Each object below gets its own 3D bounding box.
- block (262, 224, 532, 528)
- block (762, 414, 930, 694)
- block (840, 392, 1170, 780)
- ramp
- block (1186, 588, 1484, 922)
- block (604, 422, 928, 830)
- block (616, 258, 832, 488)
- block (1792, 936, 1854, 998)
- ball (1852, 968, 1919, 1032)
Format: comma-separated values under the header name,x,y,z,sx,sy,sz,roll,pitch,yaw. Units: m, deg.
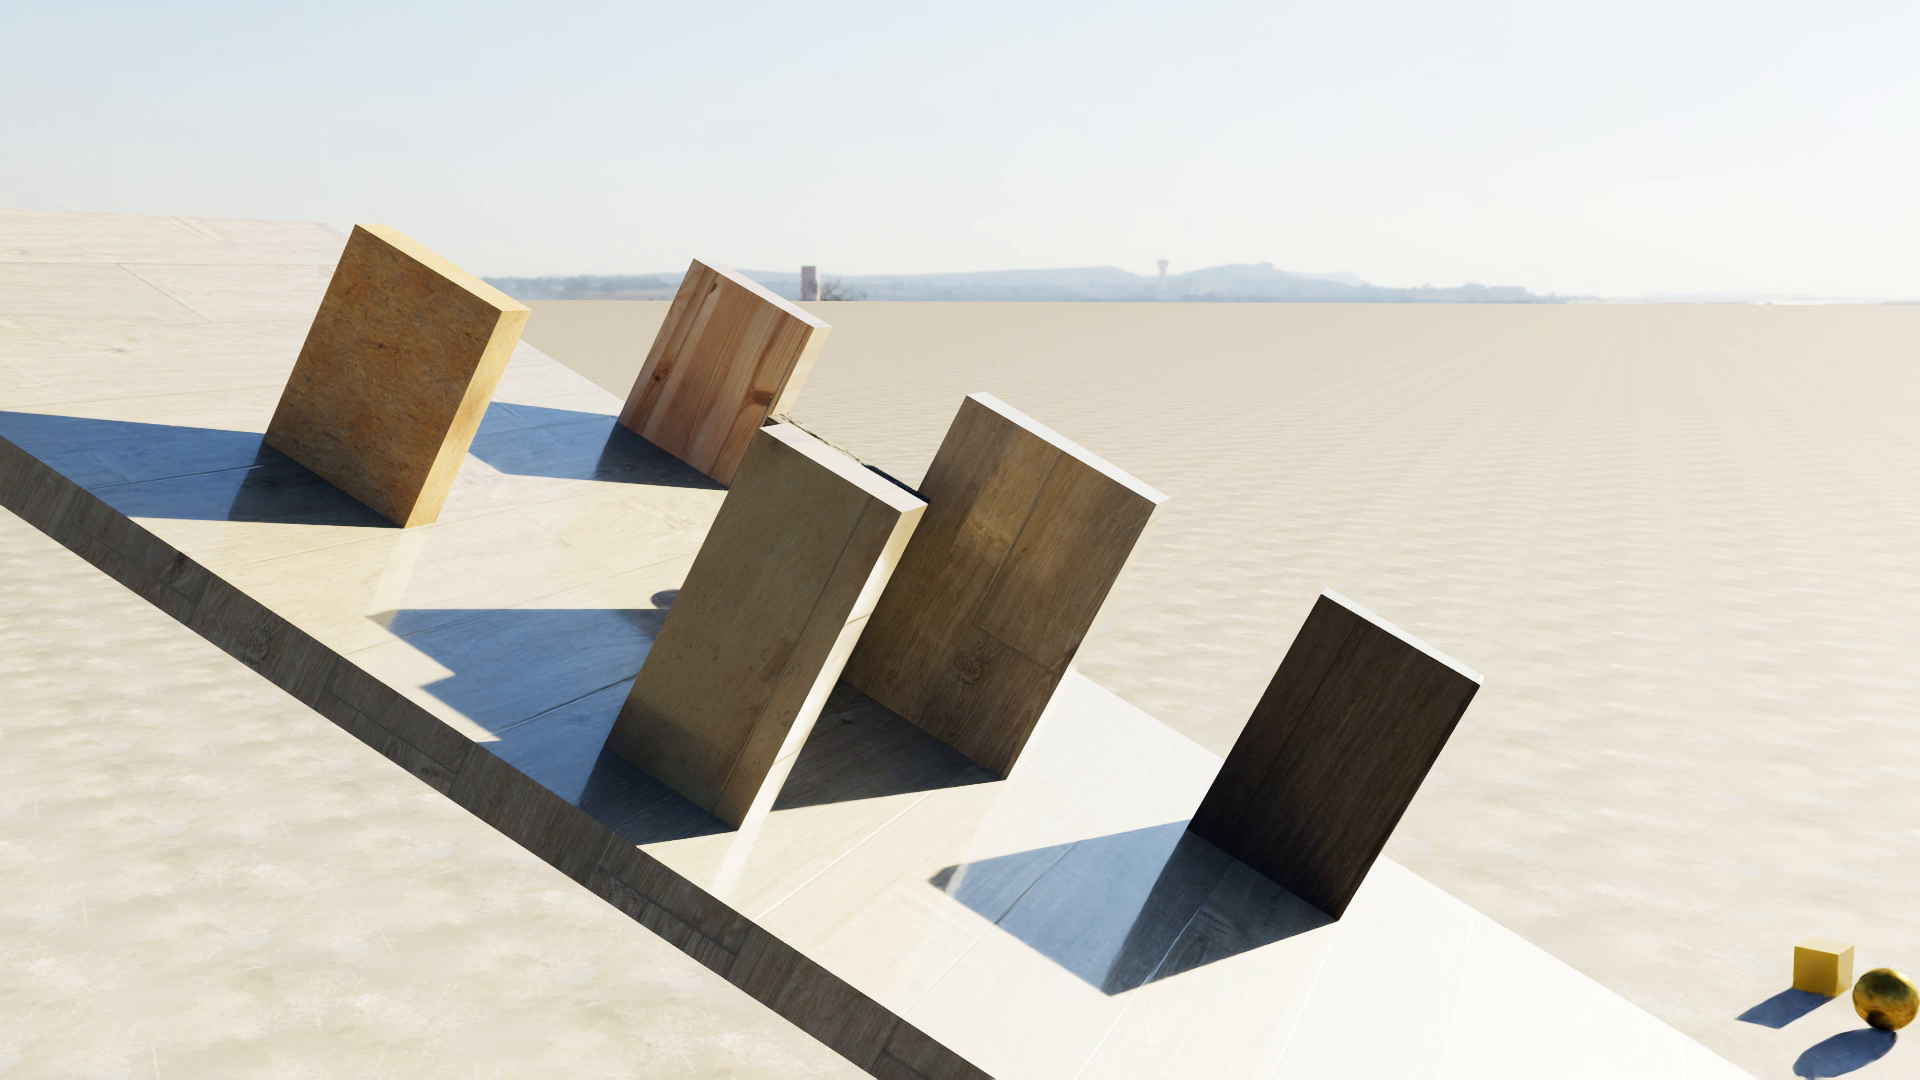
name,x,y,z,sx,sy,sz,roll,pitch,yaw
block,-1.000,-0.291,3.899,0.320,0.434,0.105,31,14,12
block,-0.297,0.033,4.068,0.324,0.426,0.084,31,14,12
block,0.068,0.085,4.191,0.412,0.606,0.122,31,14,12
ramp,-0.217,0.360,4.145,4.000,0.100,2.000,31,14,12
block,0.738,0.423,4.348,0.349,0.553,0.092,31,14,12
block,-0.303,0.133,3.405,0.256,0.570,0.123,31,14,12
block,-0.546,-0.384,5.083,0.333,0.426,0.113,31,14,12
block,2.242,1.107,5.710,0.114,0.114,0.114,6,9,41
ball,2.270,1.126,5.391,0.152,0.152,0.152,0,7,0
